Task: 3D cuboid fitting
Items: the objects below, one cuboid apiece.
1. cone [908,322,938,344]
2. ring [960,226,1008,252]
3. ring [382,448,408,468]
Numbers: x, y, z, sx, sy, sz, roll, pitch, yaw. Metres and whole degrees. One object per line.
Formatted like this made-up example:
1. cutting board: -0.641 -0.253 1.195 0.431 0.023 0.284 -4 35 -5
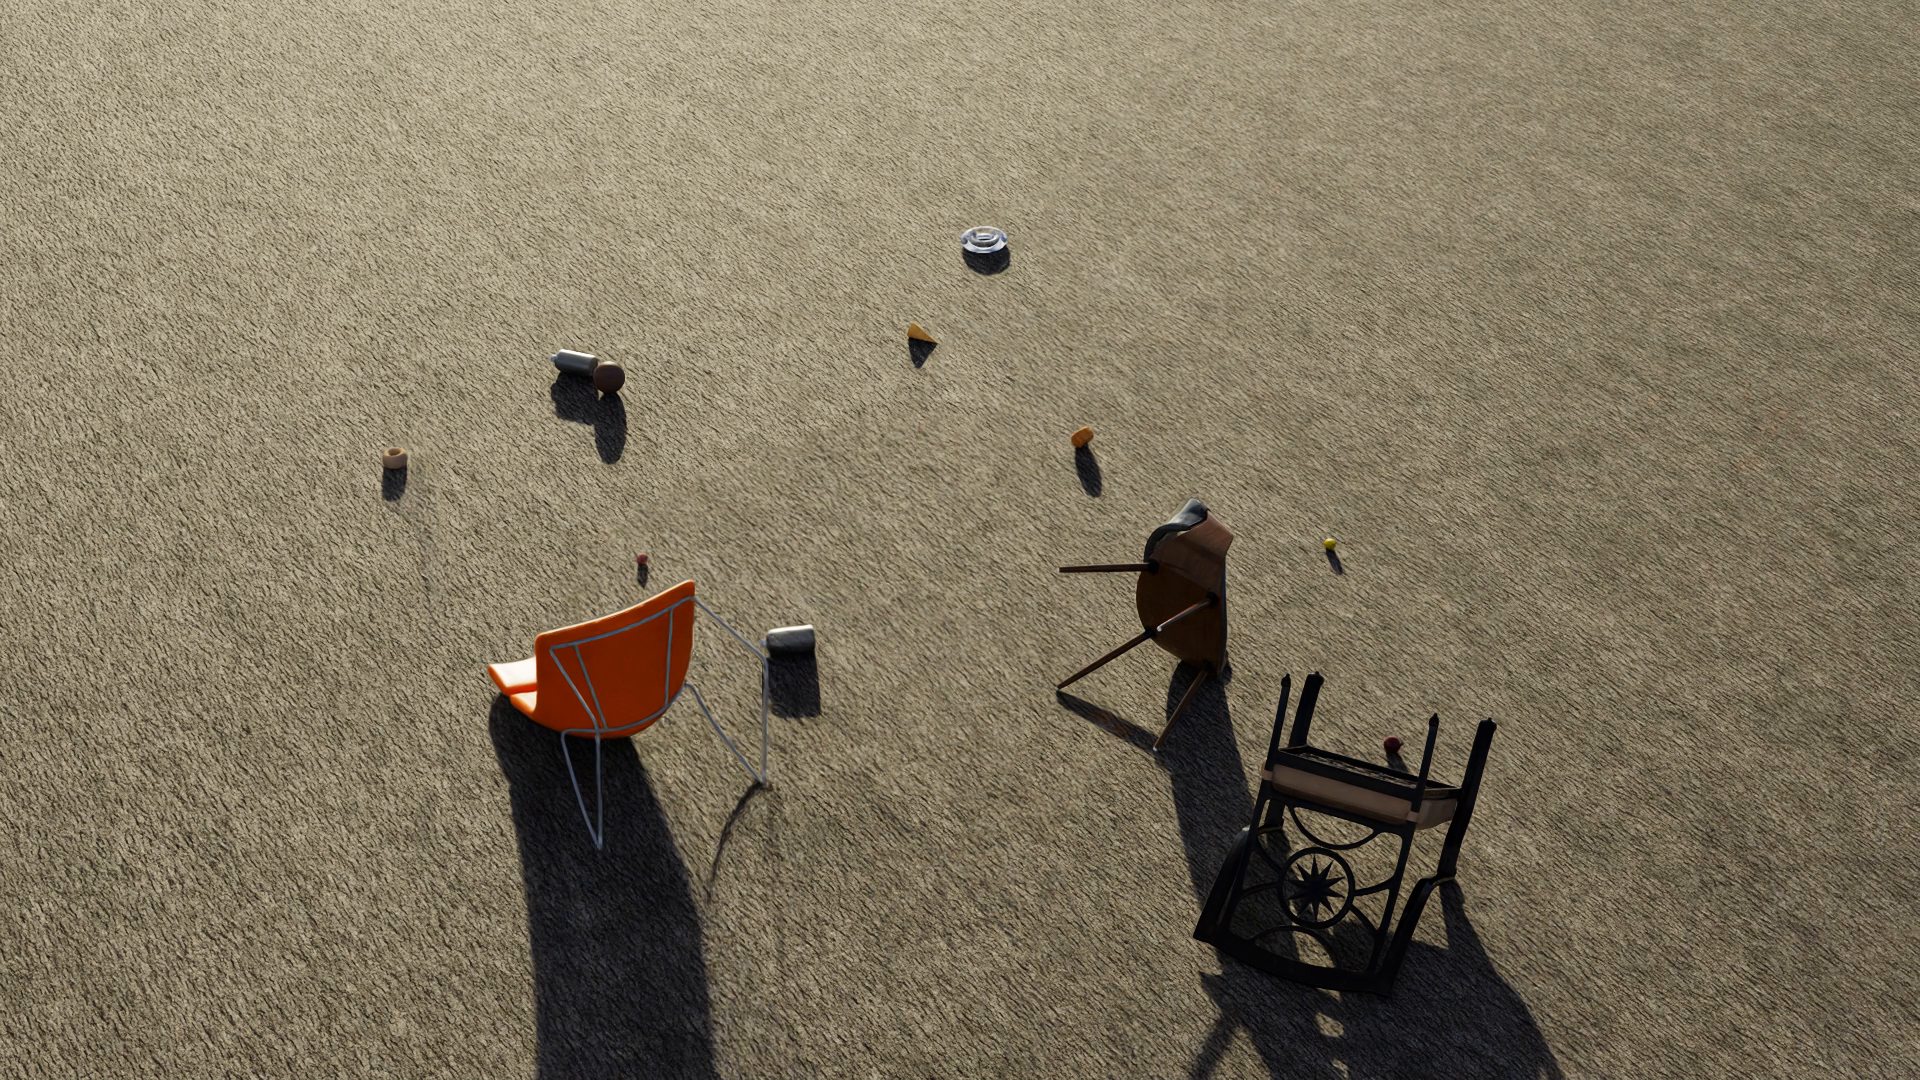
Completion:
1. cone: -0.146 -0.846 12.199 0.134 0.067 0.065 28 9 15
2. ring: 0.105 -1.323 12.909 0.207 0.049 0.213 20 38 29
3. ring: -2.192 -0.318 11.377 0.097 0.056 0.101 12 34 21
